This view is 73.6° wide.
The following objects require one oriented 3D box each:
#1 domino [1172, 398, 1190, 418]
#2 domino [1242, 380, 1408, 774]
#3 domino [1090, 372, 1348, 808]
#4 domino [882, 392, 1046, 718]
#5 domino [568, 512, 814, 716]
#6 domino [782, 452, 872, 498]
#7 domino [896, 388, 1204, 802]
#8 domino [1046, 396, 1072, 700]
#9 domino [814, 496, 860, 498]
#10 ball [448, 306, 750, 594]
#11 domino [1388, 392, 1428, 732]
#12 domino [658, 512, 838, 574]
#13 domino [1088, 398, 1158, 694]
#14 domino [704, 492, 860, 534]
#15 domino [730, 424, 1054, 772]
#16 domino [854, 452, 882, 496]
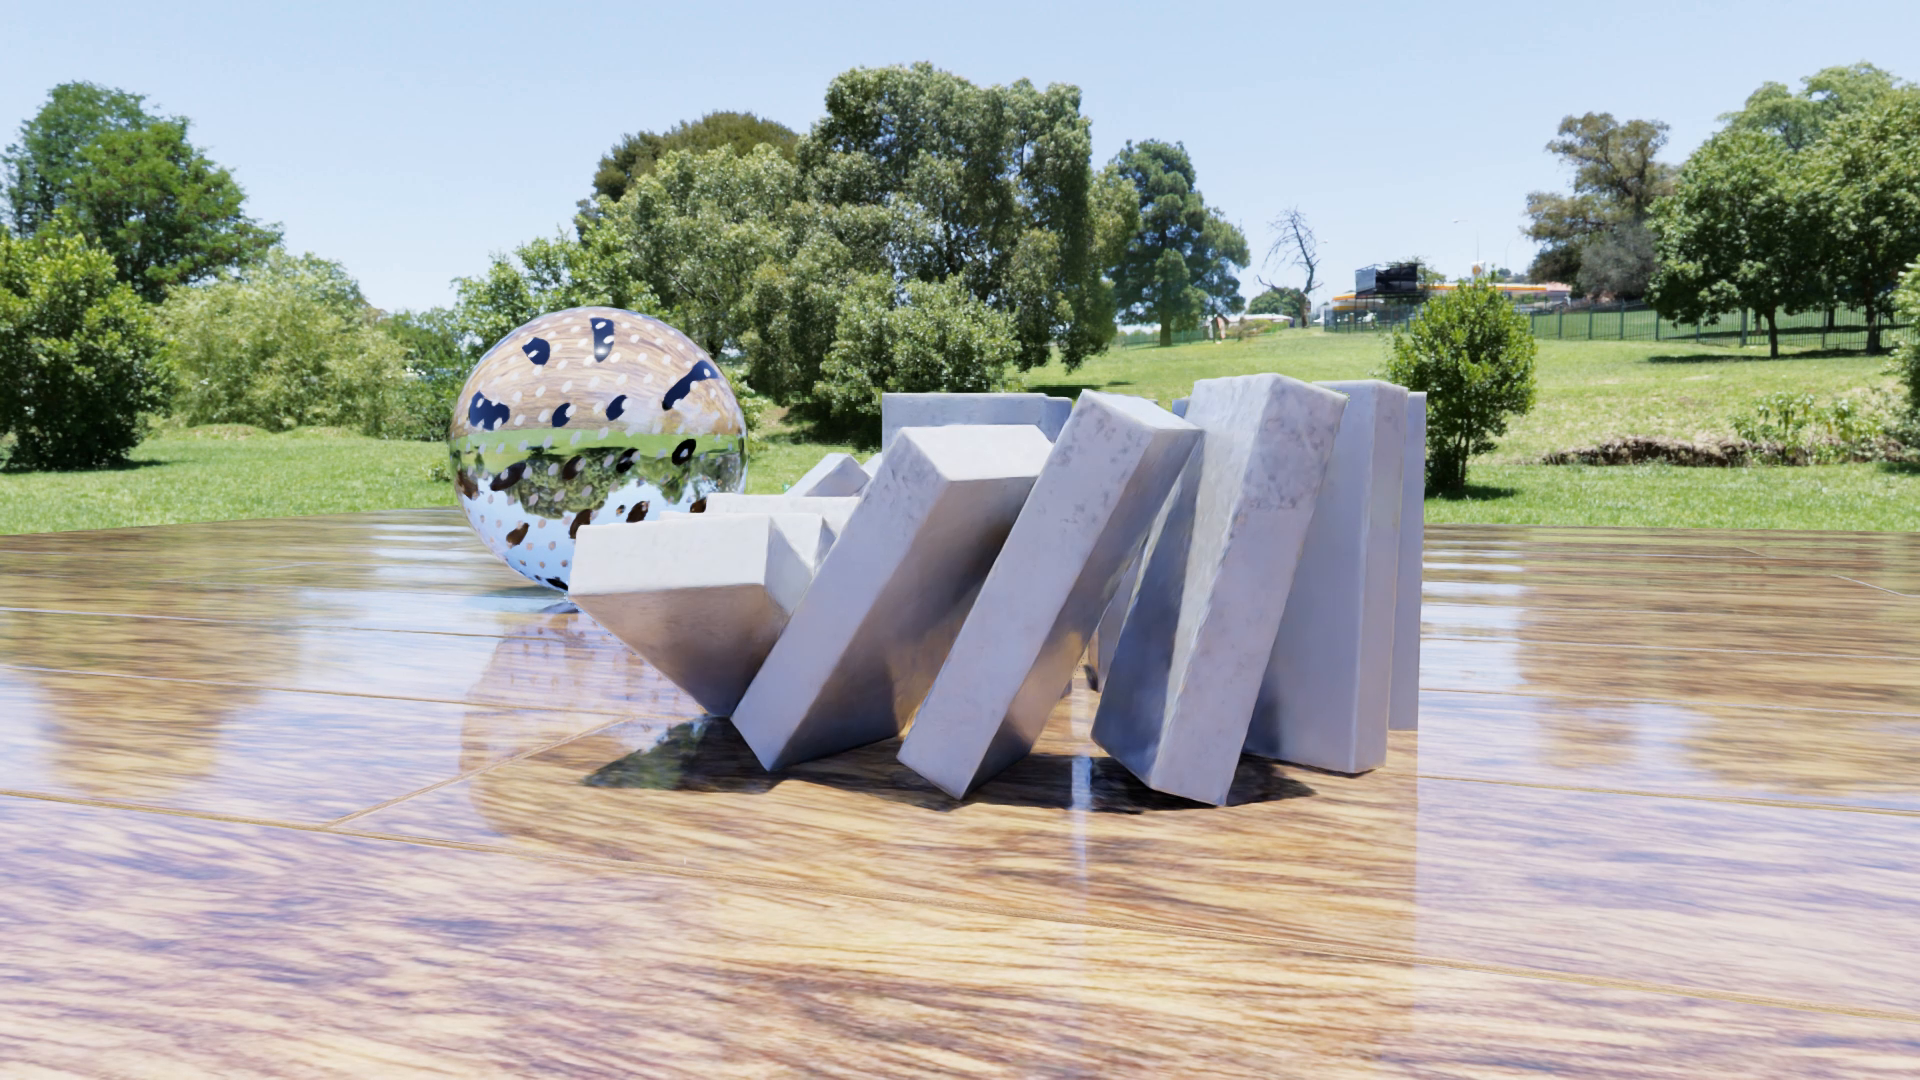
[{"bbox_3d":[0.048,0.001,0.217,0.025,0.050,0.009,-3,5,-33],"label":"domino"},{"bbox_3d":[0.045,0.004,0.174,0.025,0.050,0.010,4,1,43],"label":"domino"},{"bbox_3d":[0.031,0.005,0.161,0.010,0.050,0.025,16,2,-12],"label":"domino"},{"bbox_3d":[0.001,0.002,0.201,0.025,0.050,0.010,0,3,2],"label":"domino"},{"bbox_3d":[-0.031,0.012,0.178,0.025,0.010,0.050,-4,-25,10],"label":"domino"},{"bbox_3d":[-0.049,-0.005,0.363,0.050,0.009,0.025,-43,15,-10],"label":"domino"},{"bbox_3d":[0.012,0.006,0.160,0.009,0.050,0.025,31,15,17],"label":"domino"},{"bbox_3d":[0.006,0.001,0.218,0.025,0.050,0.009,3,5,32],"label":"domino"},{"bbox_3d":[-0.015,0.008,0.238,0.025,0.010,0.050,0,-25,17],"label":"domino"},{"bbox_3d":[-0.099,-0.024,0.356,0.080,0.080,0.080,0,4,0],"label":"ball"},{"bbox_3d":[0.056,0.003,0.194,0.025,0.050,0.010,0,4,4],"label":"domino"},{"bbox_3d":[-0.026,0.011,0.202,0.025,0.009,0.050,1,-25,15],"label":"domino"},{"bbox_3d":[0.029,0.000,0.230,0.009,0.050,0.025,0,4,2],"label":"domino"},{"bbox_3d":[-0.023,0.008,0.218,0.025,0.009,0.050,3,-25,12],"label":"domino"},{"bbox_3d":[-0.008,0.008,0.166,0.025,0.050,0.010,-7,48,-49],"label":"domino"},{"bbox_3d":[-0.036,-0.005,0.368,0.050,0.010,0.025,-43,15,-10],"label":"domino"}]
